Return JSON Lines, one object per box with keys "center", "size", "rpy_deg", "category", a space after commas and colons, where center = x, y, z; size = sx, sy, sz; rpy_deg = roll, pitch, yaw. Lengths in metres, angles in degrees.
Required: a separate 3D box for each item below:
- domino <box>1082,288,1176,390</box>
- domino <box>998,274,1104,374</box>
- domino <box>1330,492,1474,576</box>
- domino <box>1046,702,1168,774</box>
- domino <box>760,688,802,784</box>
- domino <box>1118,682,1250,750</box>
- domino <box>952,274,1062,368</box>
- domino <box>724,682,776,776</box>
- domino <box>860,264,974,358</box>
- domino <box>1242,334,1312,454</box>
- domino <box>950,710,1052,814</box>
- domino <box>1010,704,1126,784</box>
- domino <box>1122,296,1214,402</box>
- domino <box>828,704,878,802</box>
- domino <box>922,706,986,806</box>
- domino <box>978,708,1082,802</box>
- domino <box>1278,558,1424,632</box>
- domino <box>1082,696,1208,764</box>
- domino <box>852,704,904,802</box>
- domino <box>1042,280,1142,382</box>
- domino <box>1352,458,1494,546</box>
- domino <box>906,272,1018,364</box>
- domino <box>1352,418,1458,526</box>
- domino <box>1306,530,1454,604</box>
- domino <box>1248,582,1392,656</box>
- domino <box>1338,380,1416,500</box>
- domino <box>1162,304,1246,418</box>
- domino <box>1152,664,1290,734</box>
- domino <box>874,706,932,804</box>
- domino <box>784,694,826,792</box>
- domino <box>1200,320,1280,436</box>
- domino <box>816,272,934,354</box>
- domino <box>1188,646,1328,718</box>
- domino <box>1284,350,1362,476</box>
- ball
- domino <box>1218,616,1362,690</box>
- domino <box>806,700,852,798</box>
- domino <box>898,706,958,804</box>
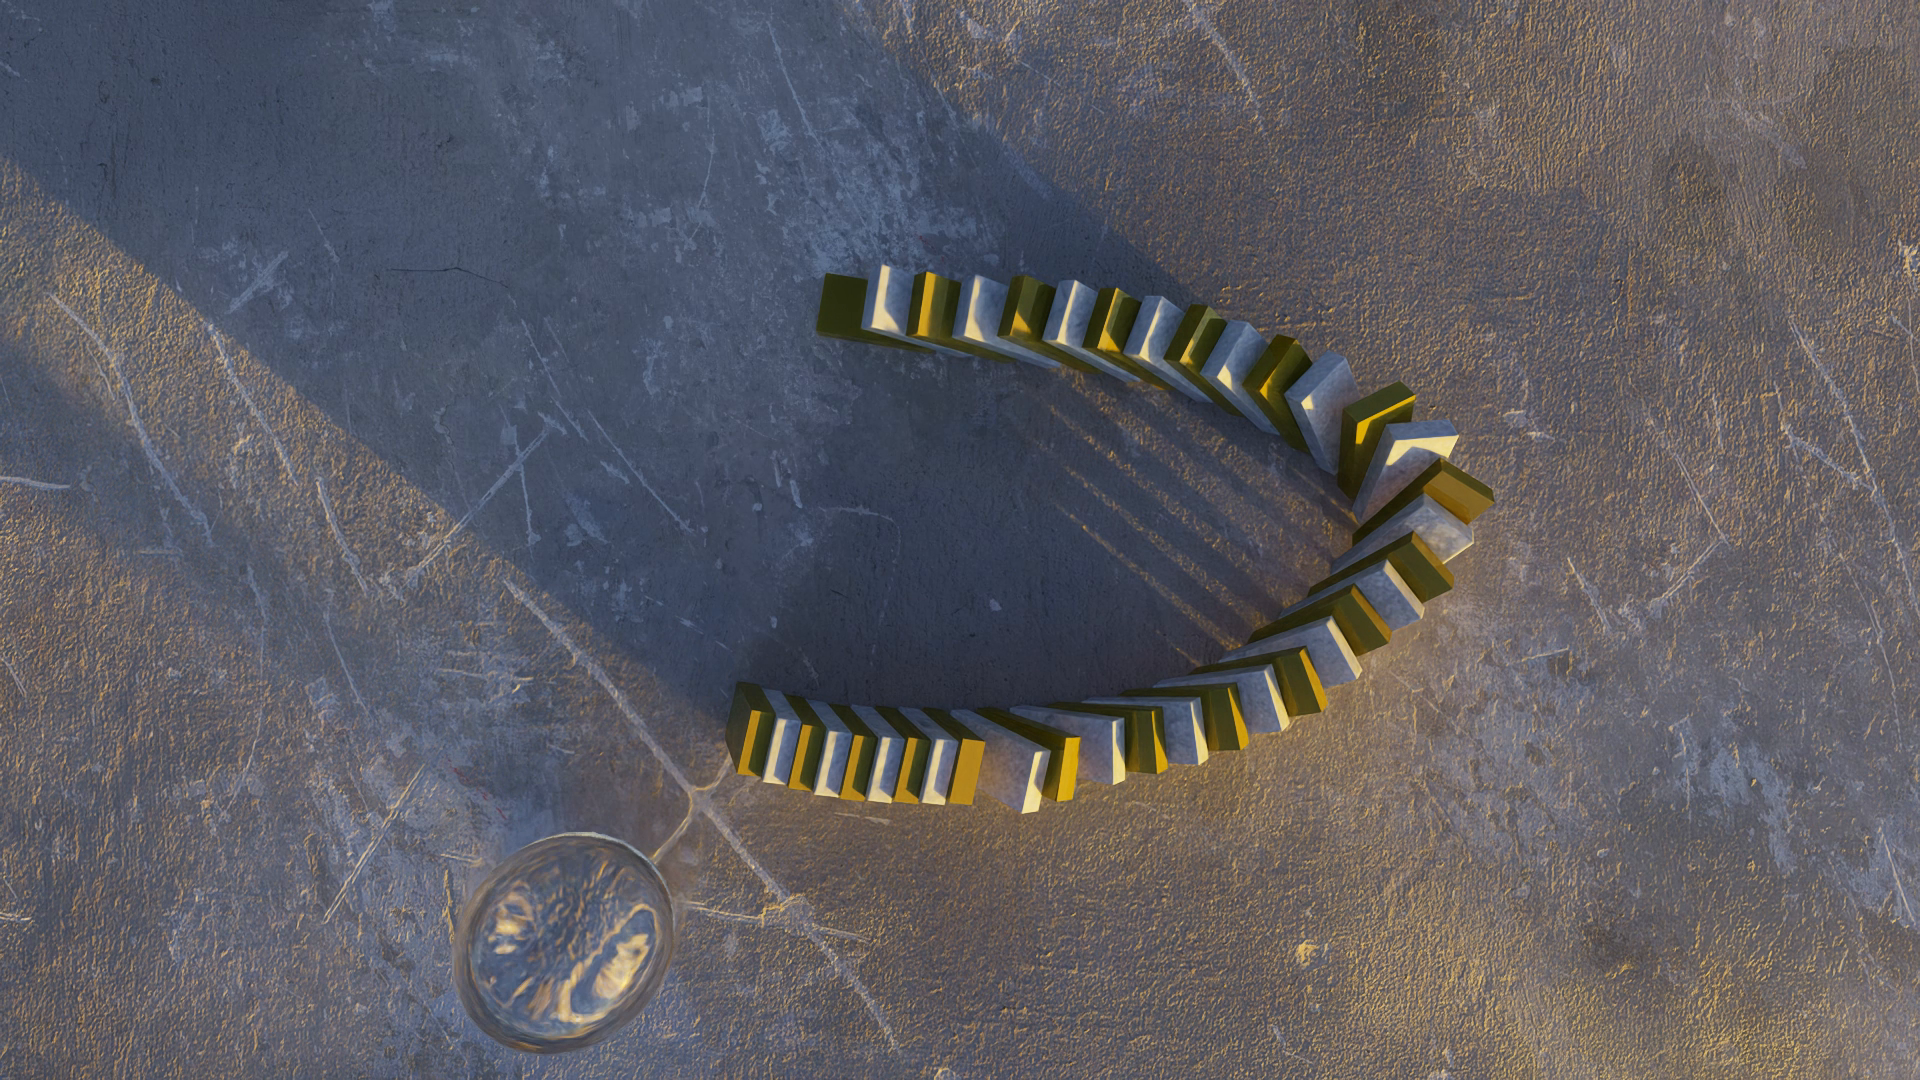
{"center": [0.075, -0.083, 0.382], "size": [0.050, 0.010, 0.025], "rpy_deg": [17, 90, -36], "category": "domino"}
{"center": [0.041, -0.089, 0.383], "size": [0.050, 0.009, 0.025], "rpy_deg": [14, 90, -32], "category": "domino"}
{"center": [0.182, 0.006, 0.379], "size": [0.025, 0.009, 0.050], "rpy_deg": [37, 132, -2], "category": "domino"}
{"center": [0.060, 0.082, 0.381], "size": [0.050, 0.009, 0.025], "rpy_deg": [-5, 90, 38], "category": "domino"}
{"center": [-0.077, 0.079, 0.375], "size": [0.010, 0.050, 0.025], "rpy_deg": [13, 90, -20], "category": "domino"}
{"center": [0.092, 0.074, 0.381], "size": [0.050, 0.010, 0.025], "rpy_deg": [-12, 90, 38], "category": "domino"}
{"center": [0.022, -0.090, 0.383], "size": [0.050, 0.010, 0.025], "rpy_deg": [11, 90, -32], "category": "domino"}
{"center": [-0.086, 0.076, 0.375], "size": [0.009, 0.050, 0.025], "rpy_deg": [13, 90, -20], "category": "domino"}
{"center": [-0.015, -0.094, 0.381], "size": [0.050, 0.009, 0.025], "rpy_deg": [9, 90, -34], "category": "domino"}
{"center": [0.138, -0.060, 0.380], "size": [0.050, 0.010, 0.025], "rpy_deg": [35, 90, -40], "category": "domino"}
{"center": [0.014, 0.090, 0.378], "size": [0.009, 0.050, 0.025], "rpy_deg": [7, 96, -43], "category": "domino"}
{"center": [0.044, 0.084, 0.381], "size": [0.050, 0.010, 0.025], "rpy_deg": [-1, 90, 39], "category": "domino"}
{"center": [0.091, -0.079, 0.381], "size": [0.050, 0.009, 0.025], "rpy_deg": [21, 90, -37], "category": "domino"}
{"center": [-0.047, 0.086, 0.375], "size": [0.009, 0.050, 0.025], "rpy_deg": [13, 90, -20], "category": "domino"}
{"center": [-0.006, 0.087, 0.375], "size": [0.009, 0.050, 0.025], "rpy_deg": [12, 90, -20], "category": "domino"}
{"center": [0.026, 0.087, 0.378], "size": [0.010, 0.050, 0.025], "rpy_deg": [8, 91, -43], "category": "domino"}
{"center": [0.161, 0.031, 0.380], "size": [0.025, 0.009, 0.050], "rpy_deg": [52, 131, -1], "category": "domino"}
{"center": [0.076, 0.079, 0.381], "size": [0.050, 0.010, 0.025], "rpy_deg": [-8, 90, 38], "category": "domino"}
{"center": [-0.037, 0.086, 0.375], "size": [0.009, 0.050, 0.025], "rpy_deg": [13, 90, -20], "category": "domino"}
{"center": [0.059, -0.086, 0.382], "size": [0.050, 0.010, 0.025], "rpy_deg": [17, 90, -36], "category": "domino"}
{"center": [0.190, -0.008, 0.379], "size": [0.025, 0.010, 0.050], "rpy_deg": [30, 133, -4], "category": "domino"}
{"center": [0.003, -0.092, 0.382], "size": [0.050, 0.010, 0.025], "rpy_deg": [8, 91, -34], "category": "domino"}
{"center": [0.182, -0.027, 0.378], "size": [0.025, 0.050, 0.009], "rpy_deg": [-5, 50, 0], "category": "domino"}
{"center": [0.173, 0.020, 0.380], "size": [0.025, 0.010, 0.050], "rpy_deg": [48, 131, -2], "category": "domino"}
{"center": [0.148, 0.040, 0.380], "size": [0.050, 0.010, 0.025], "rpy_deg": [-37, 90, 40], "category": "domino"}
{"center": [0.171, -0.040, 0.378], "size": [0.025, 0.050, 0.010], "rpy_deg": [-26, 51, 0], "category": "domino"}
{"center": [0.108, -0.074, 0.381], "size": [0.050, 0.010, 0.025], "rpy_deg": [27, 90, -37], "category": "domino"}
{"center": [0.108, 0.068, 0.381], "size": [0.050, 0.010, 0.025], "rpy_deg": [-17, 90, 39], "category": "domino"}
{"center": [-0.026, 0.087, 0.375], "size": [0.009, 0.050, 0.025], "rpy_deg": [13, 90, -20], "category": "domino"}
{"center": [-0.067, 0.082, 0.375], "size": [0.010, 0.050, 0.025], "rpy_deg": [13, 90, -20], "category": "domino"}
{"center": [0.123, -0.067, 0.381], "size": [0.050, 0.010, 0.025], "rpy_deg": [30, 90, -37], "category": "domino"}
{"center": [-0.035, -0.097, 0.395], "size": [0.050, 0.010, 0.025], "rpy_deg": [10, 90, 0], "category": "domino"}
{"center": [0.123, 0.062, 0.380], "size": [0.050, 0.010, 0.025], "rpy_deg": [-20, 91, 39], "category": "domino"}
{"center": [0.154, -0.052, 0.380], "size": [0.025, 0.009, 0.050], "rpy_deg": [-45, 131, 0], "category": "domino"}
{"center": [-0.154, 0.157, 0.360], "size": [0.080, 0.080, 0.080], "rpy_deg": [0, 90, 0], "category": "ball"}
{"center": [0.136, 0.052, 0.380], "size": [0.050, 0.010, 0.025], "rpy_deg": [-29, 90, 39], "category": "domino"}
{"center": [-0.057, 0.084, 0.375], "size": [0.009, 0.050, 0.025], "rpy_deg": [13, 90, -20], "category": "domino"}
{"center": [-0.016, 0.087, 0.375], "size": [0.010, 0.050, 0.025], "rpy_deg": [13, 90, -20], "category": "domino"}
